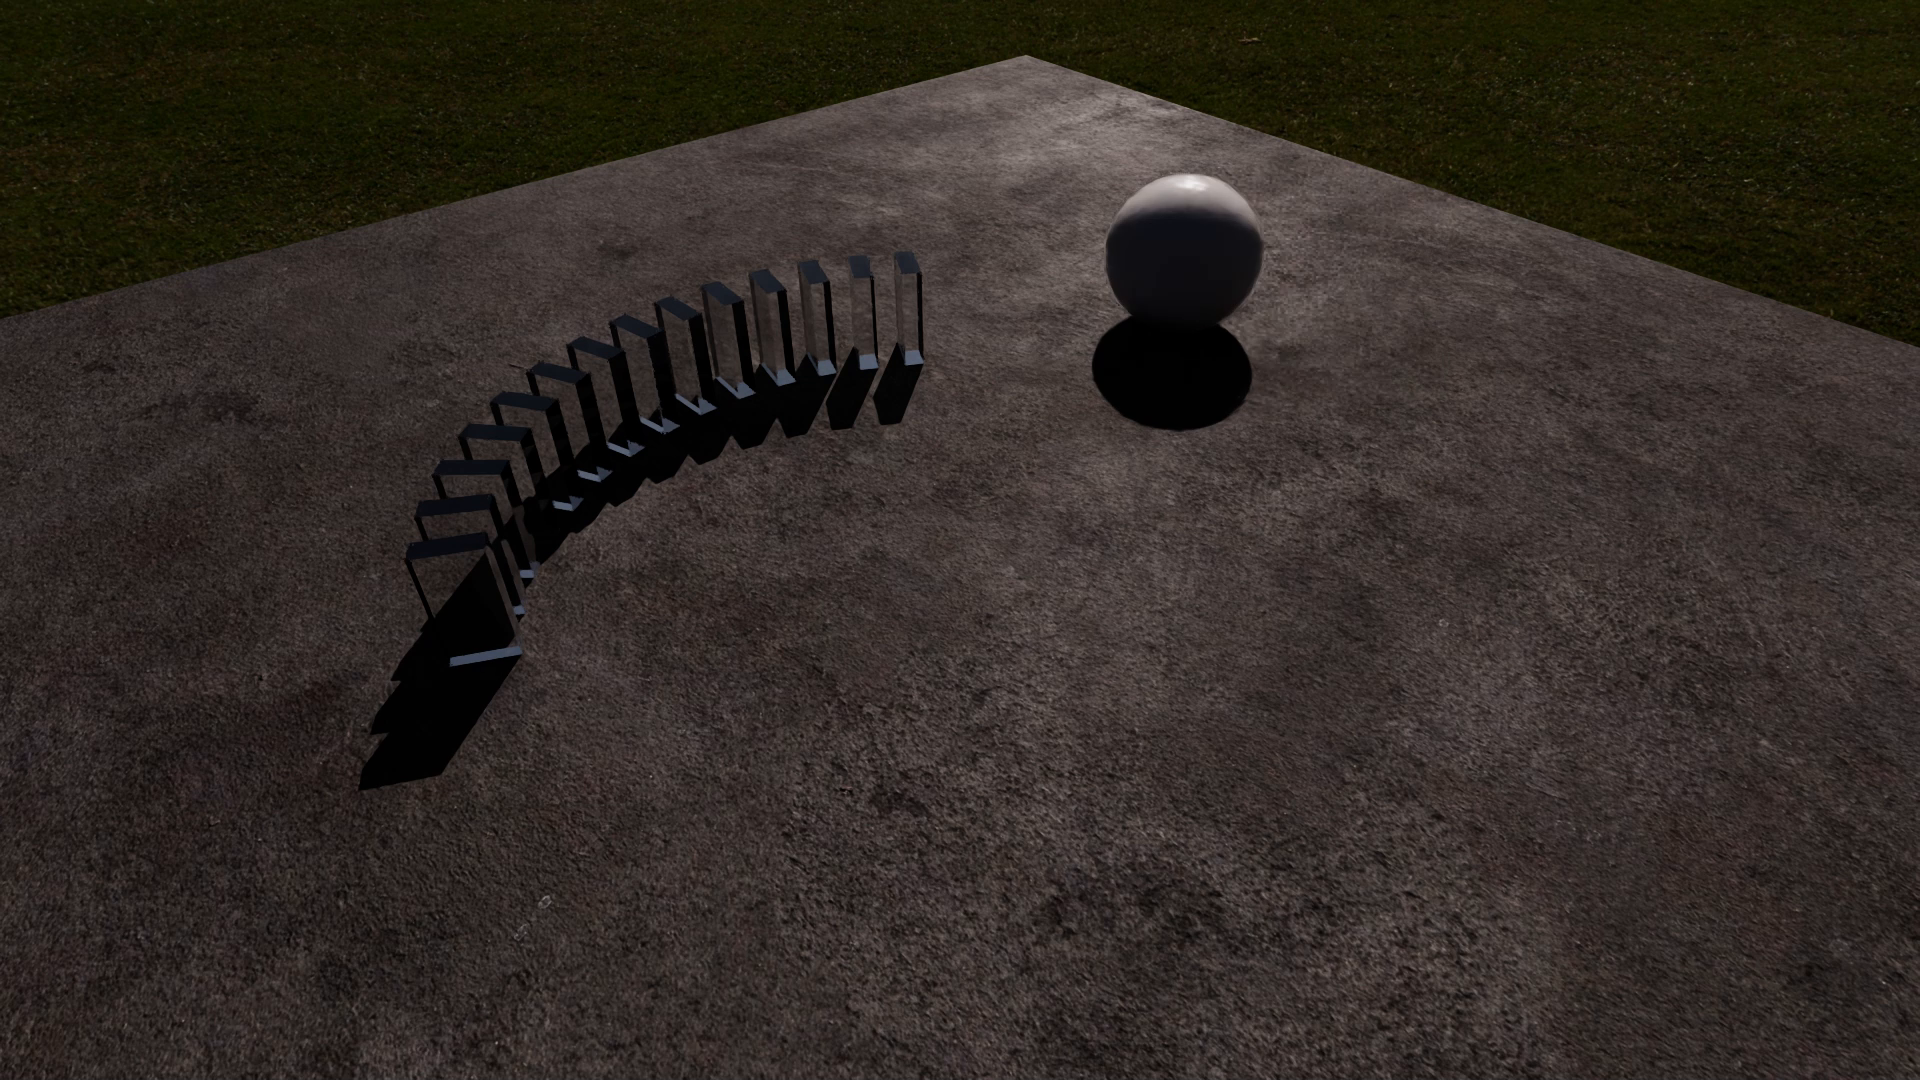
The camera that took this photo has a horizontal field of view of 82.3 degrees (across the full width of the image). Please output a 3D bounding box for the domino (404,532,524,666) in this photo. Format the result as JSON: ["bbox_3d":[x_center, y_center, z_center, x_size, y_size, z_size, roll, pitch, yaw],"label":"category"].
[{"bbox_3d":[-0.173,0.021,0.385,0.025,0.050,0.010,-10,40,-11],"label":"domino"}]

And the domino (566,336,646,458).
[{"bbox_3d":[-0.157,-0.063,0.489,0.025,0.050,0.010,20,43,23],"label":"domino"}]

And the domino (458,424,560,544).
[{"bbox_3d":[-0.179,-0.022,0.438,0.025,0.050,0.010,4,40,5],"label":"domino"}]

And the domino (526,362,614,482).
[{"bbox_3d":[-0.167,-0.050,0.473,0.025,0.050,0.009,15,42,17],"label":"domino"}]

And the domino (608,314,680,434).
[{"bbox_3d":[-0.144,-0.075,0.504,0.025,0.050,0.010,26,46,28],"label":"domino"}]

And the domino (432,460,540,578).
[{"bbox_3d":[-0.180,-0.007,0.421,0.025,0.050,0.010,0,39,-1],"label":"domino"}]

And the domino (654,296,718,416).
[{"bbox_3d":[-0.129,-0.086,0.517,0.009,0.050,0.025,-32,49,-33],"label":"domino"}]

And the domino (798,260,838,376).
[{"bbox_3d":[-0.071,-0.110,0.546,0.010,0.050,0.025,-14,41,-16],"label":"domino"}]

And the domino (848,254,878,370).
[{"bbox_3d":[-0.048,-0.114,0.550,0.010,0.050,0.025,-8,40,-9],"label":"domino"}]

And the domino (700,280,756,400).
[{"bbox_3d":[-0.111,-0.096,0.528,0.009,0.050,0.025,-25,46,-27],"label":"domino"}]

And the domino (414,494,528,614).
[{"bbox_3d":[-0.178,0.007,0.403,0.025,0.050,0.010,-7,40,-8],"label":"domino"}]

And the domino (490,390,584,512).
[{"bbox_3d":[-0.175,-0.036,0.456,0.025,0.050,0.010,9,40,11],"label":"domino"}]

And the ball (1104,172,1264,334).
[{"bbox_3d":[0.115,-0.147,0.568,0.080,0.080,0.080,0,39,0],"label":"ball"}]

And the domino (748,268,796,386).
[{"bbox_3d":[-0.092,-0.104,0.538,0.010,0.050,0.025,-19,43,-22],"label":"domino"}]

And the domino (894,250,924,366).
[{"bbox_3d":[-0.026,-0.116,0.554,0.009,0.050,0.025,-8,40,-9],"label":"domino"}]
